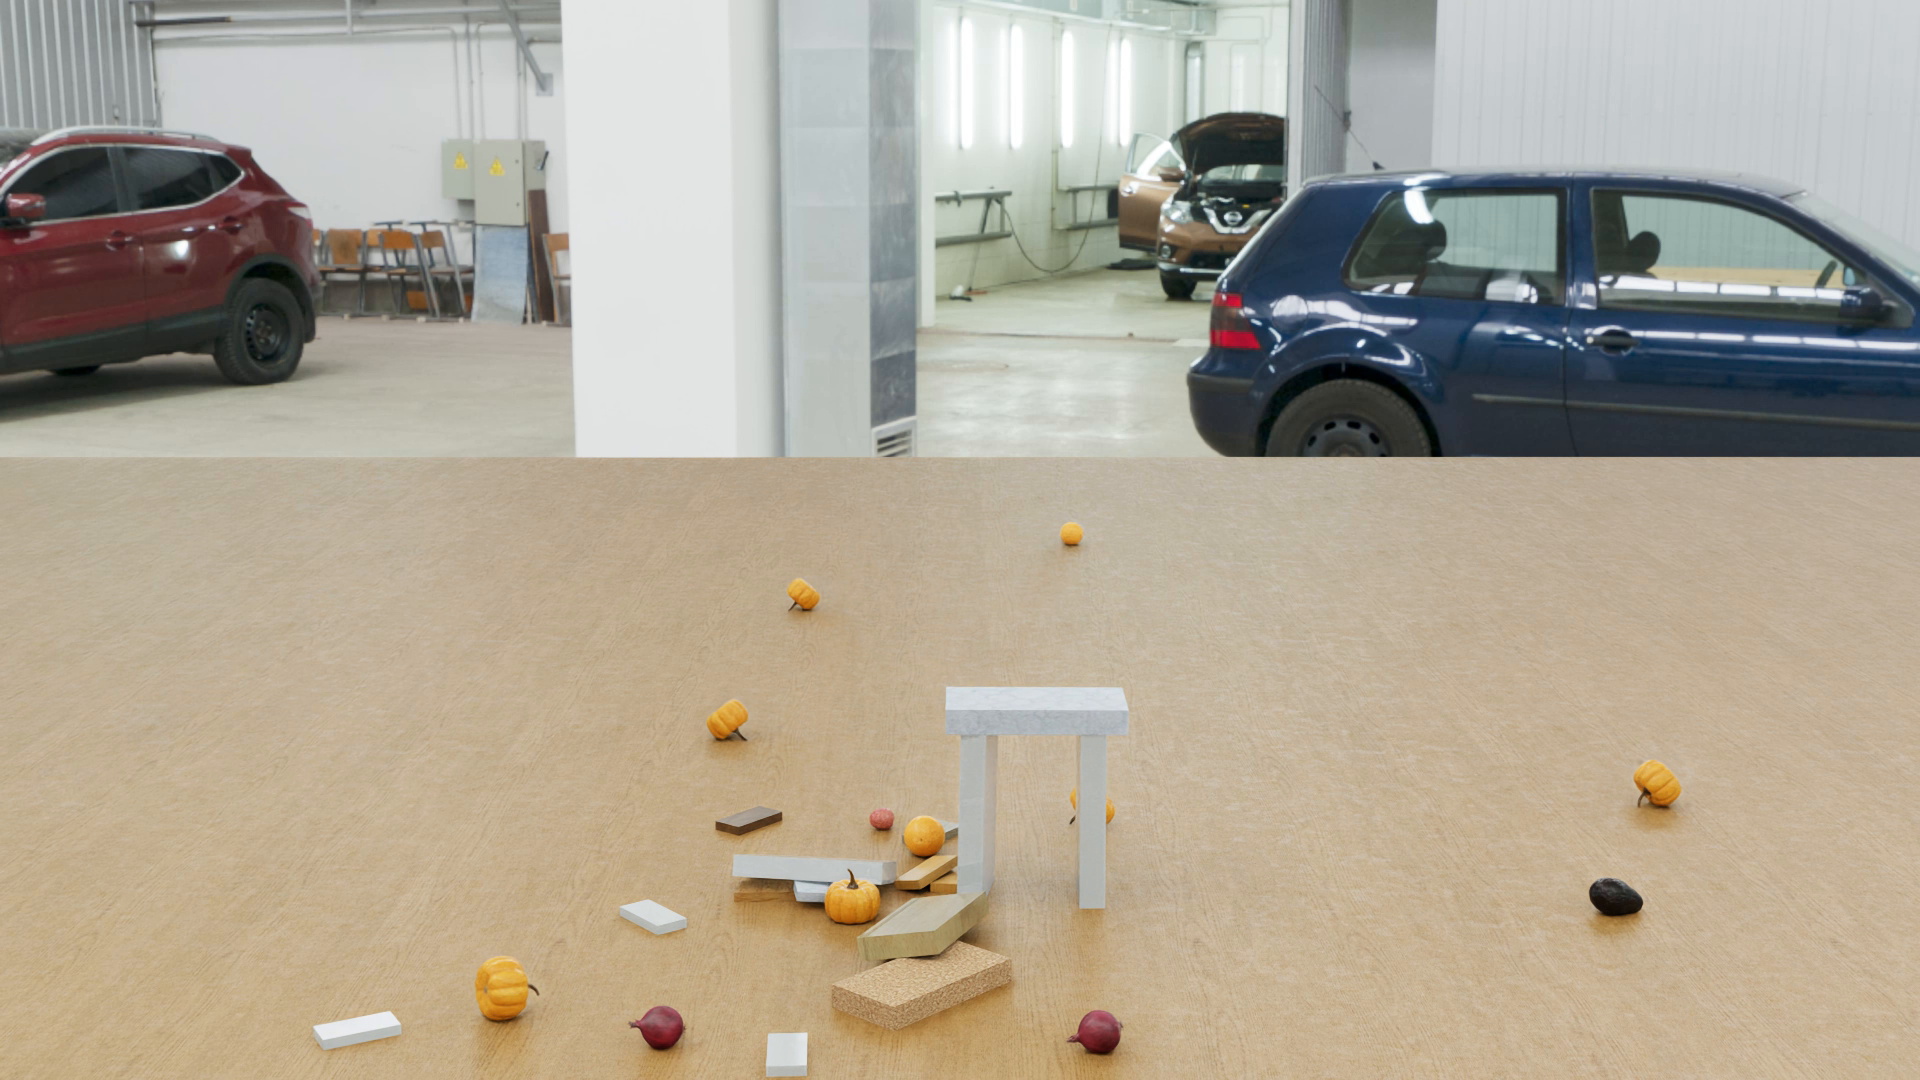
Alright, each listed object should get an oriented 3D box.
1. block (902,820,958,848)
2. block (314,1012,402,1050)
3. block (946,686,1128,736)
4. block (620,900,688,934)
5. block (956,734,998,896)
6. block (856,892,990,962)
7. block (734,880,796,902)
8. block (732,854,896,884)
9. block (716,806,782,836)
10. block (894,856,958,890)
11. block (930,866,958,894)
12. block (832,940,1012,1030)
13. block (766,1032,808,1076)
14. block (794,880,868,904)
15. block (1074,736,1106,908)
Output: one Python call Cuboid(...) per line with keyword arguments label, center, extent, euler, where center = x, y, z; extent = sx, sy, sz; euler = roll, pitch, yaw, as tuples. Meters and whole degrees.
Cuboid(label="block", center=(-0.049, 0.529, 3.955), extent=(0.055, 0.016, 0.111), euler=(7, 13, 35))
Cuboid(label="block", center=(-0.847, 0.689, 3.091), extent=(0.109, 0.015, 0.054), euler=(-6, 12, -30))
Cuboid(label="block", center=(0.124, 0.280, 3.609), extent=(0.294, 0.042, 0.147), euler=(0, 11, 0))
Cuboid(label="block", center=(-0.494, 0.606, 3.538), extent=(0.054, 0.015, 0.115), euler=(-9, 14, -39))
Cuboid(label="block", center=(0.030, 0.445, 3.644), extent=(0.042, 0.294, 0.147), euler=(3, 11, 9))
Cuboid(label="block", center=(-0.055, 0.596, 3.406), extent=(0.126, 0.036, 0.252), euler=(-9, 2, 19))
Cuboid(label="block", center=(-0.316, 0.584, 3.657), extent=(0.116, 0.016, 0.058), euler=(-1, 11, -3))
Cuboid(label="block", center=(-0.242, 0.551, 3.684), extent=(0.252, 0.036, 0.126), euler=(2, -7, 9))
Cuboid(label="block", center=(-0.386, 0.514, 4.031), extent=(0.058, 0.016, 0.116), euler=(8, 13, 37))
Cuboid(label="block", center=(-0.055, 0.561, 3.712), extent=(0.055, 0.016, 0.111), euler=(-8, 10, 39))
Cuboid(label="block", center=(-0.014, 0.571, 3.726), extent=(0.055, 0.016, 0.111), euler=(2, 11, 9))
Cuboid(label="block", center=(-0.055, 0.652, 3.239), extent=(0.126, 0.036, 0.252), euler=(9, 14, 41))
Cuboid(label="block", center=(-0.237, 0.704, 3.011), extent=(0.054, 0.015, 0.109), euler=(-1, 11, -3))
Cuboid(label="block", center=(-0.213, 0.579, 3.619), extent=(0.116, 0.016, 0.058), euler=(4, 10, -11))
Cuboid(label="block", center=(0.216, 0.445, 3.643), extent=(0.042, 0.294, 0.147), euler=(0, 11, 0))
